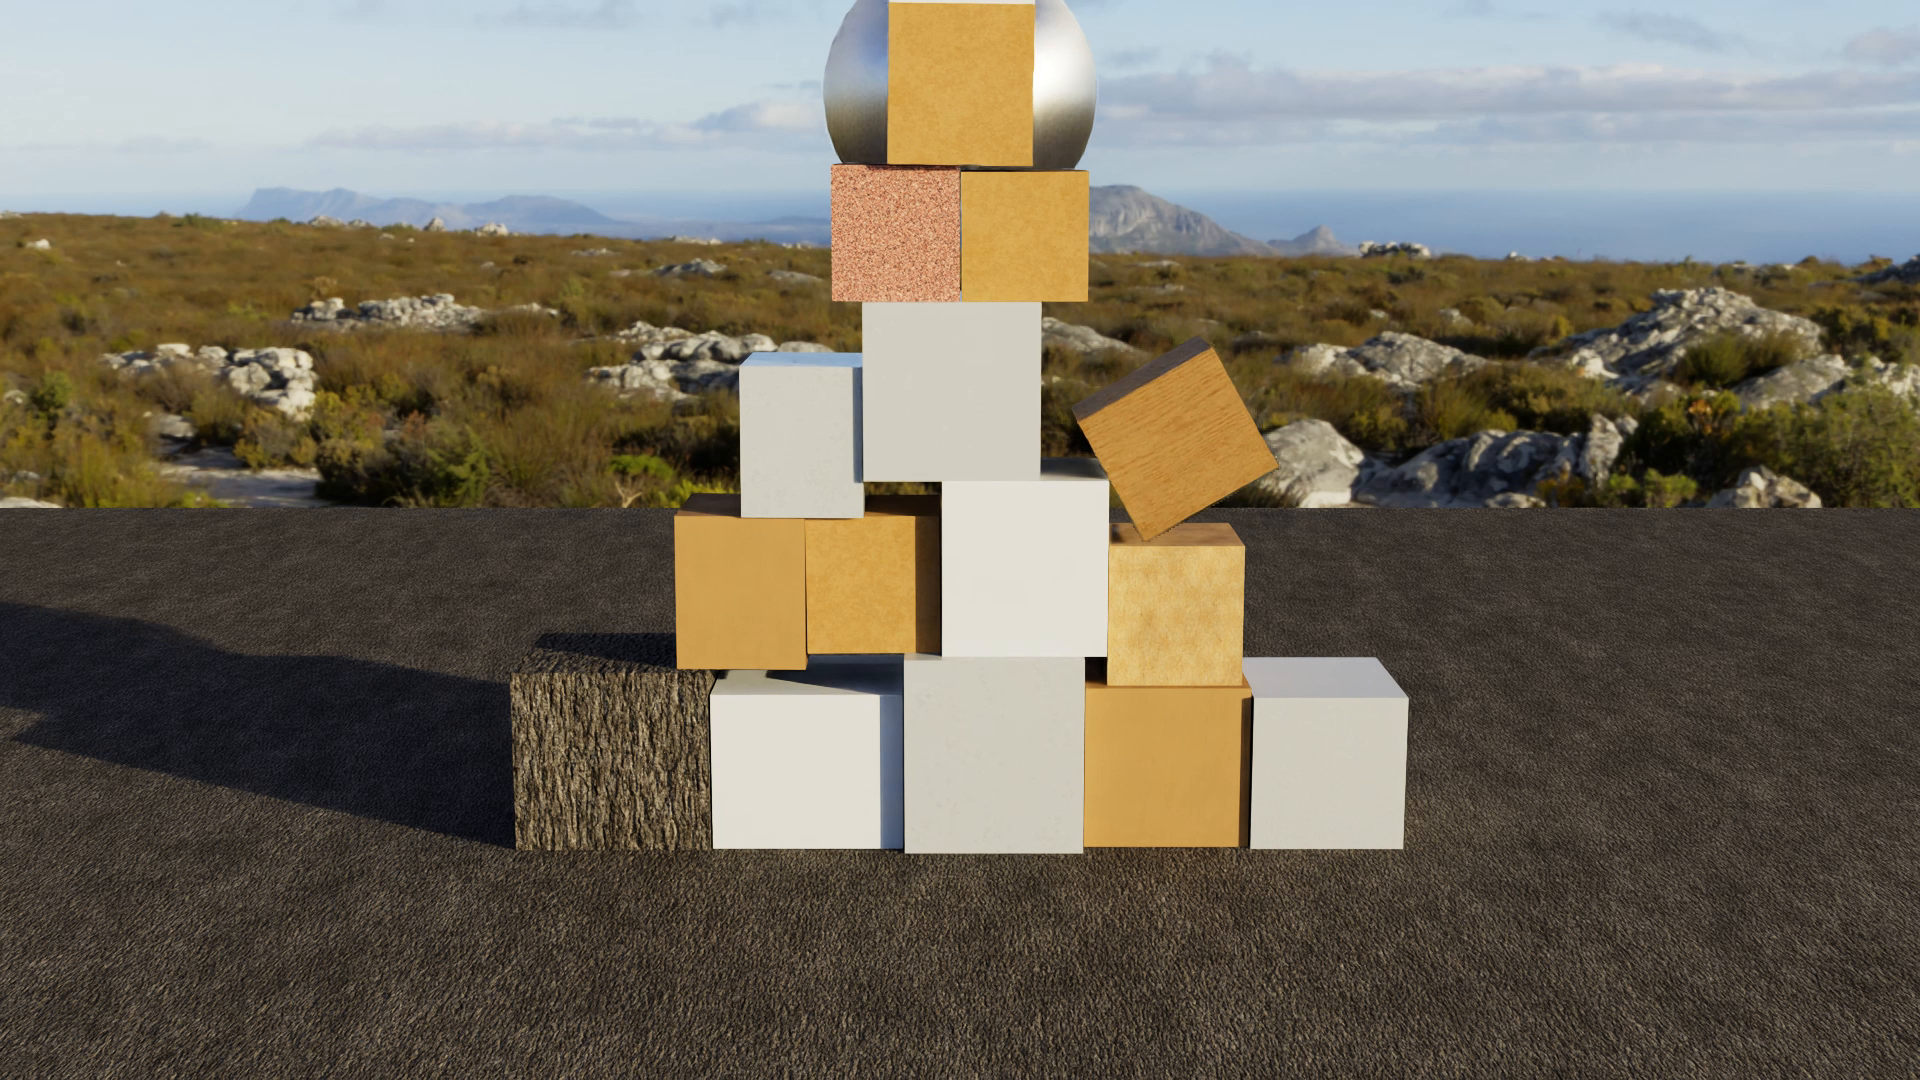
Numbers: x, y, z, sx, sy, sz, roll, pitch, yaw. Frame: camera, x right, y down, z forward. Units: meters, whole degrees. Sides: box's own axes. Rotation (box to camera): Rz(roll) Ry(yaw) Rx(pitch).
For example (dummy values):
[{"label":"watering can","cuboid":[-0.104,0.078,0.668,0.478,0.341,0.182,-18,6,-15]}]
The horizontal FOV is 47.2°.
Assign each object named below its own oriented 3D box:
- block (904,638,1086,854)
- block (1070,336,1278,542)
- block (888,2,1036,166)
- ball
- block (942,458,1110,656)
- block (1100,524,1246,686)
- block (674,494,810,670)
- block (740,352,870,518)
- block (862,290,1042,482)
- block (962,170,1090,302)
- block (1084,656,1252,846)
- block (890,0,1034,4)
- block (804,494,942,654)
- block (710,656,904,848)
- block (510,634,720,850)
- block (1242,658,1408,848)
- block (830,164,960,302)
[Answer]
[{"label":"block","cuboid":[0.169,0.992,11.347,0.889,0.987,0.947,0,10,0]},{"label":"block","cuboid":[1.068,-0.526,11.098,0.750,0.677,0.671,-29,9,5]},{"label":"block","cuboid":[0.005,-2.224,10.784,0.689,0.749,0.791,1,10,0]},{"label":"ball","cuboid":[0.000,-2.595,12.817,1.600,1.600,1.600,0,10,0]},{"label":"block","cuboid":[0.320,0.072,11.202,0.814,0.876,0.824,0,10,0]},{"label":"block","cuboid":[1.073,0.319,11.258,0.672,0.707,0.670,0,10,0]},{"label":"block","cuboid":[-1.086,0.200,11.226,0.640,0.770,0.717,0,10,0]},{"label":"block","cuboid":[-0.772,-0.538,11.069,0.599,0.743,0.716,0,10,0]},{"label":"block","cuboid":[-0.039,-0.789,11.057,0.861,0.869,0.846,0,10,0]},{"label":"block","cuboid":[0.314,-1.515,10.887,0.610,0.620,0.619,0,10,0]},{"label":"block","cuboid":[1.036,1.074,11.368,0.825,0.819,0.750,0,10,0]},{"label":"block","cuboid":[0.014,-2.962,10.644,0.683,0.754,0.734,1,10,0]},{"label":"block","cuboid":[-0.431,0.163,11.226,0.661,0.689,0.676,0,10,0]},{"label":"block","cuboid":[-0.763,1.083,11.391,0.954,0.794,0.850,0,10,0]},{"label":"block","cuboid":[-1.736,1.026,11.379,0.973,0.911,0.899,0,10,0]},{"label":"block","cuboid":[1.841,1.089,11.393,0.765,0.781,0.865,0,10,0]},{"label":"block","cuboid":[-0.310,-1.536,10.916,0.618,0.651,0.676,0,10,0]}]
